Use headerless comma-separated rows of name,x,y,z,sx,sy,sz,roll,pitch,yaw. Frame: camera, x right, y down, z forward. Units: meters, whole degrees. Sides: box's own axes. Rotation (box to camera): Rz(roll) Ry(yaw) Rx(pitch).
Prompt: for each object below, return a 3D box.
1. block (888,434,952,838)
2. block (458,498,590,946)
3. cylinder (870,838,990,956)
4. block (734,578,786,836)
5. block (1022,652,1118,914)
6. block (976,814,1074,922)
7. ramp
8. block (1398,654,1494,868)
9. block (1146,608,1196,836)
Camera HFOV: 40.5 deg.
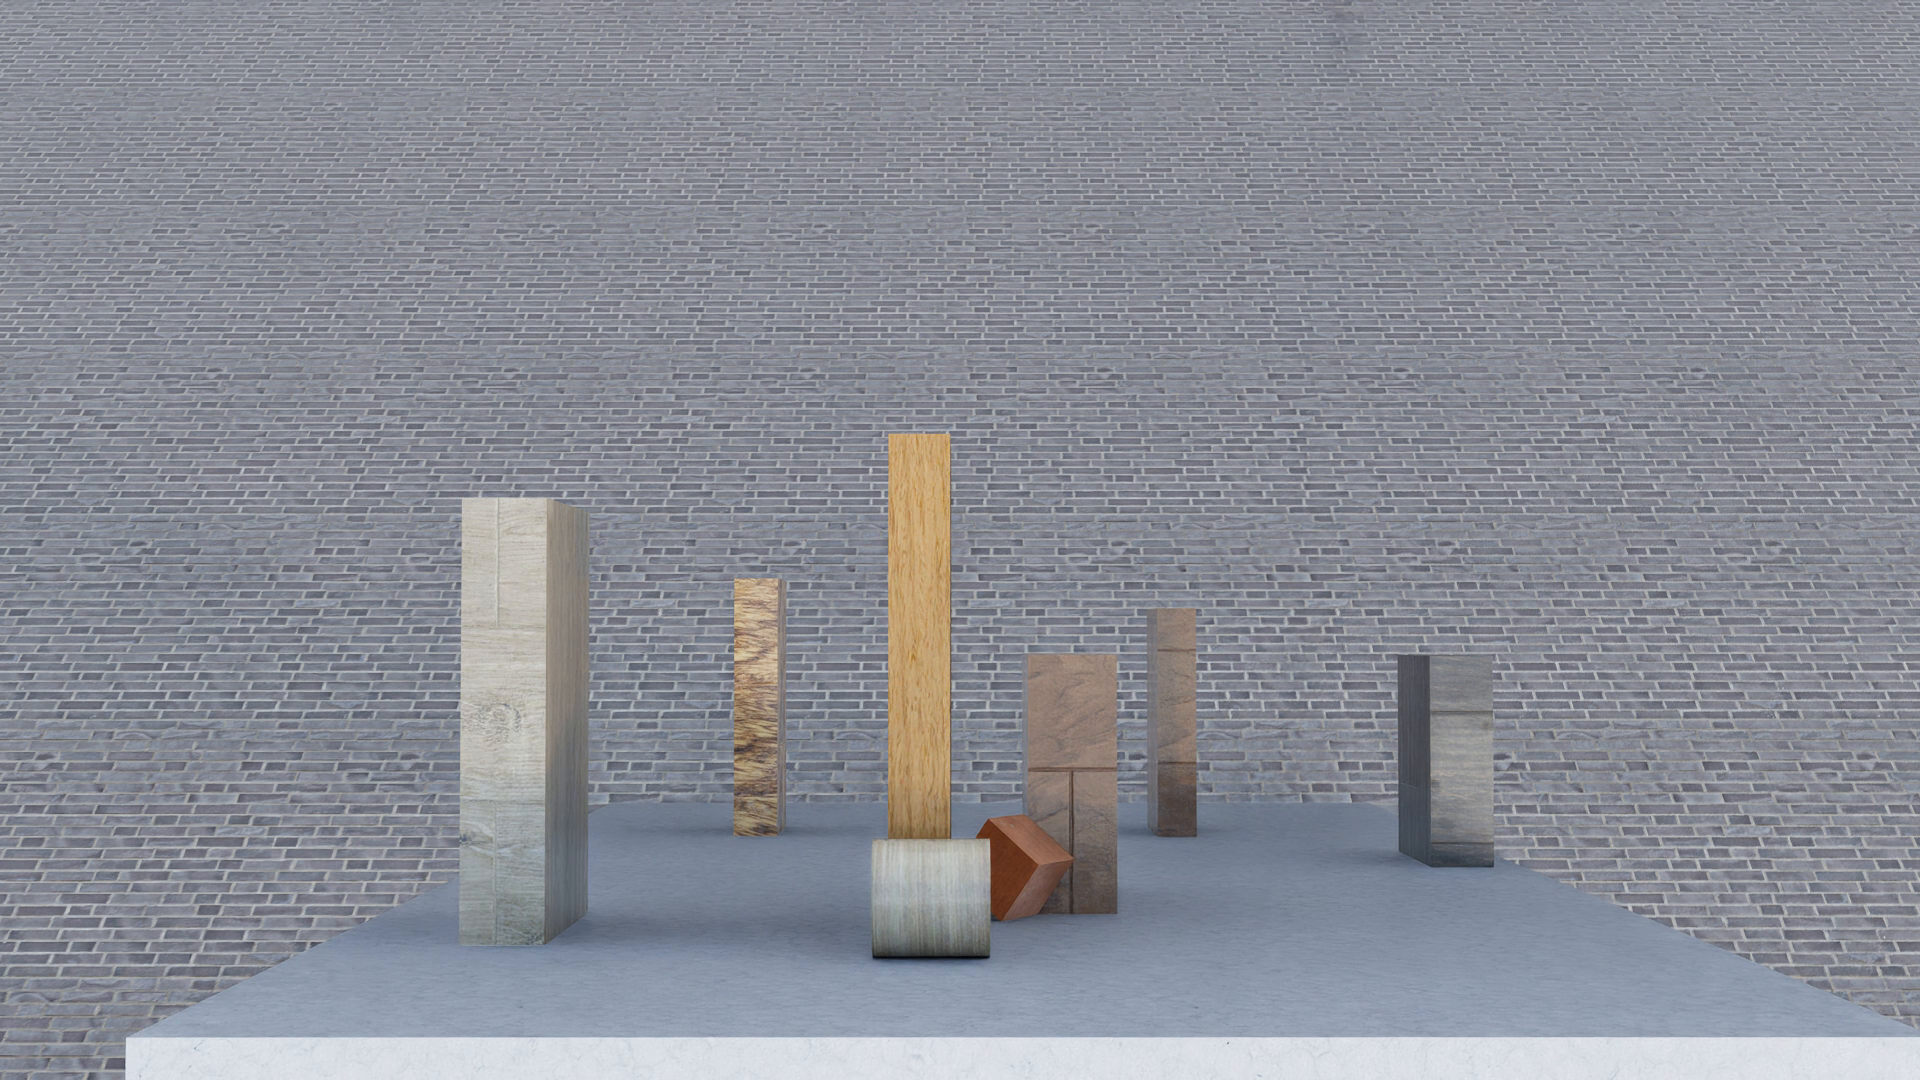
block,-0.058,0.222,3.908,0.088,0.730,0.436,0,-2,0
block,-0.656,0.268,3.948,0.122,0.641,0.435,0,-2,0
cylinder,-0.040,0.495,3.599,0.162,0.162,0.162,0,36,0
block,-0.451,0.375,5.890,0.096,0.569,0.292,0,-2,0
block,0.179,0.396,4.335,0.142,0.412,0.391,0,-2,0
block,0.083,0.514,4.083,0.113,0.113,0.113,40,19,26
ramp,0.079,0.672,4.867,2.000,0.100,4.000,0,-2,0
block,0.960,0.431,5.156,0.121,0.403,0.366,0,-2,0
block,0.478,0.407,5.880,0.086,0.503,0.317,0,-2,0
